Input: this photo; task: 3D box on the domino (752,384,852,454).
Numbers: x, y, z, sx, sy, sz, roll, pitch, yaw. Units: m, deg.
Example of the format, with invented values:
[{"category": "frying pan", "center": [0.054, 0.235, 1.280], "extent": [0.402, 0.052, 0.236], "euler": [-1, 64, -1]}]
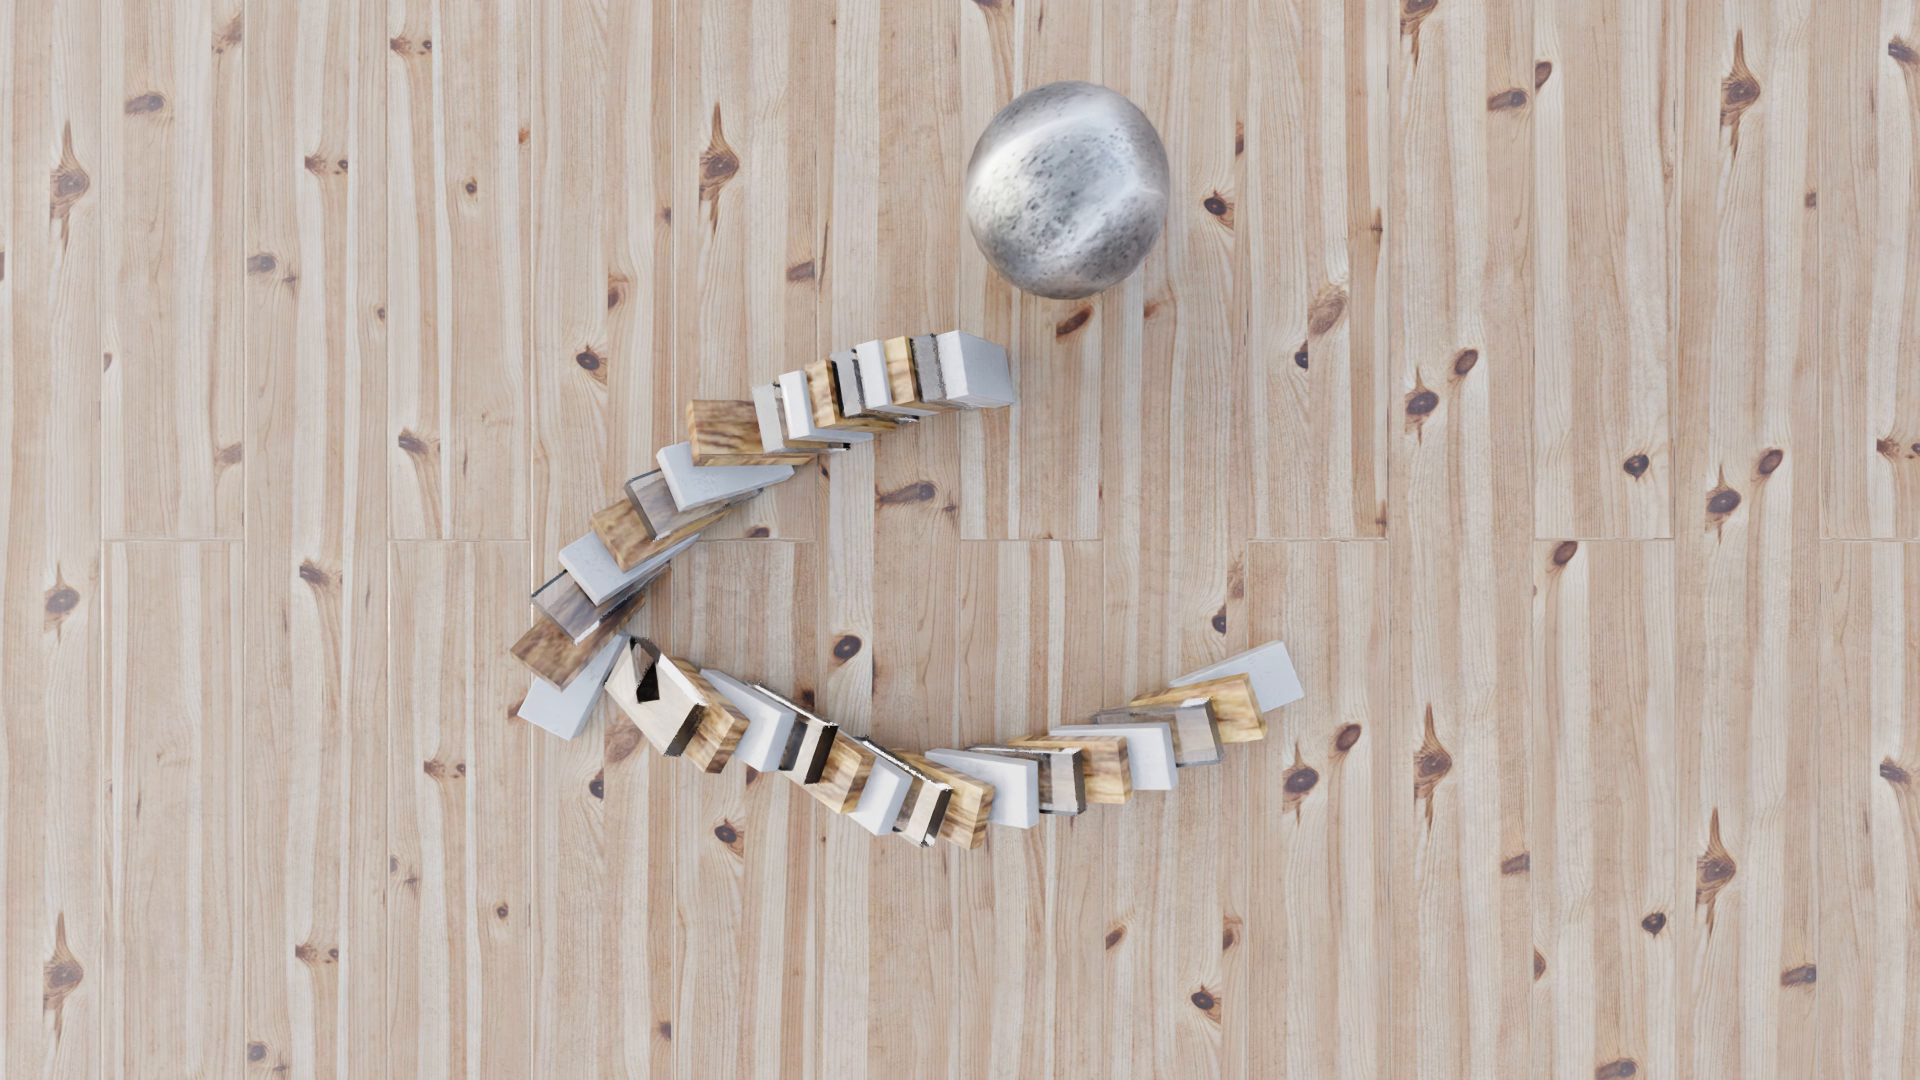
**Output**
[{"category": "domino", "center": [-0.064, -0.049, 0.375], "extent": [0.010, 0.050, 0.025], "euler": [-11, 90, 24]}]

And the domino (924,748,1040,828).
[{"category": "domino", "center": [0.009, 0.103, 0.382], "extent": [0.050, 0.009, 0.025], "euler": [-1, 90, 34]}]

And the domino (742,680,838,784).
[{"category": "domino", "center": [-0.075, 0.079, 0.382], "extent": [0.050, 0.009, 0.025], "euler": [19, 90, 34]}]

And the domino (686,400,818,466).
[{"category": "domino", "center": [-0.086, -0.044, 0.380], "extent": [0.050, 0.009, 0.025], "euler": [-4, 78, -33]}]

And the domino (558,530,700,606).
[{"category": "domino", "center": [-0.137, 0.003, 0.382], "extent": [0.050, 0.010, 0.025], "euler": [-39, 90, -35]}]

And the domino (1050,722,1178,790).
[{"category": "domino", "center": [0.064, 0.090, 0.383], "extent": [0.050, 0.010, 0.025], "euler": [-9, 90, 31]}]

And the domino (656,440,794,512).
[{"category": "domino", "center": [-0.097, -0.031, 0.381], "extent": [0.050, 0.009, 0.025], "euler": [-21, 87, -35]}]

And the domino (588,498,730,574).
[{"category": "domino", "center": [-0.124, -0.010, 0.382], "extent": [0.050, 0.010, 0.025], "euler": [-34, 90, -35]}]

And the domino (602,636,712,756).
[{"category": "domino", "center": [-0.127, 0.065, 0.382], "extent": [0.050, 0.010, 0.025], "euler": [35, 94, 32]}]

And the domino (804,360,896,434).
[{"category": "domino", "center": [-0.044, -0.058, 0.375], "extent": [0.009, 0.050, 0.025], "euler": [-9, 90, 24]}]

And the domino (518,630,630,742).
[{"category": "domino", "center": [-0.166, 0.058, 0.395], "extent": [0.025, 0.010, 0.050], "euler": [27, 90, 0]}]

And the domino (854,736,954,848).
[{"category": "domino", "center": [-0.029, 0.104, 0.382], "extent": [0.050, 0.010, 0.025], "euler": [21, 92, 34]}]

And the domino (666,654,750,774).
[{"category": "domino", "center": [-0.111, 0.072, 0.382], "extent": [0.050, 0.009, 0.025], "euler": [32, 93, 33]}]

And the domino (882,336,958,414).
[{"category": "domino", "center": [-0.014, -0.067, 0.375], "extent": [0.009, 0.050, 0.025], "euler": [-9, 90, 24]}]

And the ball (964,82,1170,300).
[{"category": "ball", "center": [0.042, -0.136, 0.360], "extent": [0.080, 0.080, 0.080], "euler": [0, 90, 0]}]

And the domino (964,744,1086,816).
[{"category": "domino", "center": [0.027, 0.100, 0.383], "extent": [0.050, 0.009, 0.025], "euler": [-5, 90, 31]}]

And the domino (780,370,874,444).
[{"category": "domino", "center": [-0.054, -0.054, 0.375], "extent": [0.010, 0.050, 0.025], "euler": [-9, 90, 24]}]

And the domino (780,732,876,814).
[{"category": "domino", "center": [-0.060, 0.090, 0.382], "extent": [0.050, 0.010, 0.025], "euler": [24, 92, 34]}]

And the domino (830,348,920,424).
[{"category": "domino", "center": [-0.034, -0.062, 0.375], "extent": [0.010, 0.050, 0.025], "euler": [-9, 90, 24]}]

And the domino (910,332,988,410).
[{"category": "domino", "center": [-0.003, -0.068, 0.375], "extent": [0.010, 0.050, 0.025], "euler": [-9, 90, 24]}]

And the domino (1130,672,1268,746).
[{"category": "domino", "center": [0.099, 0.073, 0.383], "extent": [0.050, 0.010, 0.025], "euler": [-19, 90, 32]}]

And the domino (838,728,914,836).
[{"category": "domino", "center": [-0.045, 0.099, 0.382], "extent": [0.050, 0.009, 0.025], "euler": [24, 93, 34]}]

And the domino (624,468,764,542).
[{"category": "domino", "center": [-0.110, -0.021, 0.382], "extent": [0.050, 0.009, 0.025], "euler": [-28, 90, -35]}]

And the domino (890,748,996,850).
[{"category": "domino", "center": [-0.011, 0.107, 0.382], "extent": [0.050, 0.010, 0.025], "euler": [13, 91, 35]}]

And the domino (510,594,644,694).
[{"category": "domino", "center": [-0.159, 0.036, 0.383], "extent": [0.025, 0.010, 0.050], "euler": [35, 58, 1]}]

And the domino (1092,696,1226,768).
[{"category": "domino", "center": [0.082, 0.082, 0.383], "extent": [0.050, 0.010, 0.025], "euler": [-14, 91, 32]}]

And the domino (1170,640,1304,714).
[{"category": "domino", "center": [0.119, 0.064, 0.395], "extent": [0.050, 0.010, 0.025], "euler": [-22, 90, 0]}]

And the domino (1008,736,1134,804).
[{"category": "domino", "center": [0.046, 0.095, 0.383], "extent": [0.050, 0.009, 0.025], "euler": [-7, 90, 31]}]

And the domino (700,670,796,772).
[{"category": "domino", "center": [-0.093, 0.075, 0.382], "extent": [0.050, 0.009, 0.025], "euler": [19, 90, 33]}]

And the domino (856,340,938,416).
[{"category": "domino", "center": [-0.024, -0.065, 0.375], "extent": [0.009, 0.050, 0.025], "euler": [-9, 90, 24]}]

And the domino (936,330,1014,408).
[{"category": "domino", "center": [0.007, -0.069, 0.375], "extent": [0.010, 0.050, 0.025], "euler": [-9, 90, 24]}]

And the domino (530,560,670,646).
[{"category": "domino", "center": [-0.149, 0.017, 0.383], "extent": [0.025, 0.010, 0.050], "euler": [44, 59, 0]}]
